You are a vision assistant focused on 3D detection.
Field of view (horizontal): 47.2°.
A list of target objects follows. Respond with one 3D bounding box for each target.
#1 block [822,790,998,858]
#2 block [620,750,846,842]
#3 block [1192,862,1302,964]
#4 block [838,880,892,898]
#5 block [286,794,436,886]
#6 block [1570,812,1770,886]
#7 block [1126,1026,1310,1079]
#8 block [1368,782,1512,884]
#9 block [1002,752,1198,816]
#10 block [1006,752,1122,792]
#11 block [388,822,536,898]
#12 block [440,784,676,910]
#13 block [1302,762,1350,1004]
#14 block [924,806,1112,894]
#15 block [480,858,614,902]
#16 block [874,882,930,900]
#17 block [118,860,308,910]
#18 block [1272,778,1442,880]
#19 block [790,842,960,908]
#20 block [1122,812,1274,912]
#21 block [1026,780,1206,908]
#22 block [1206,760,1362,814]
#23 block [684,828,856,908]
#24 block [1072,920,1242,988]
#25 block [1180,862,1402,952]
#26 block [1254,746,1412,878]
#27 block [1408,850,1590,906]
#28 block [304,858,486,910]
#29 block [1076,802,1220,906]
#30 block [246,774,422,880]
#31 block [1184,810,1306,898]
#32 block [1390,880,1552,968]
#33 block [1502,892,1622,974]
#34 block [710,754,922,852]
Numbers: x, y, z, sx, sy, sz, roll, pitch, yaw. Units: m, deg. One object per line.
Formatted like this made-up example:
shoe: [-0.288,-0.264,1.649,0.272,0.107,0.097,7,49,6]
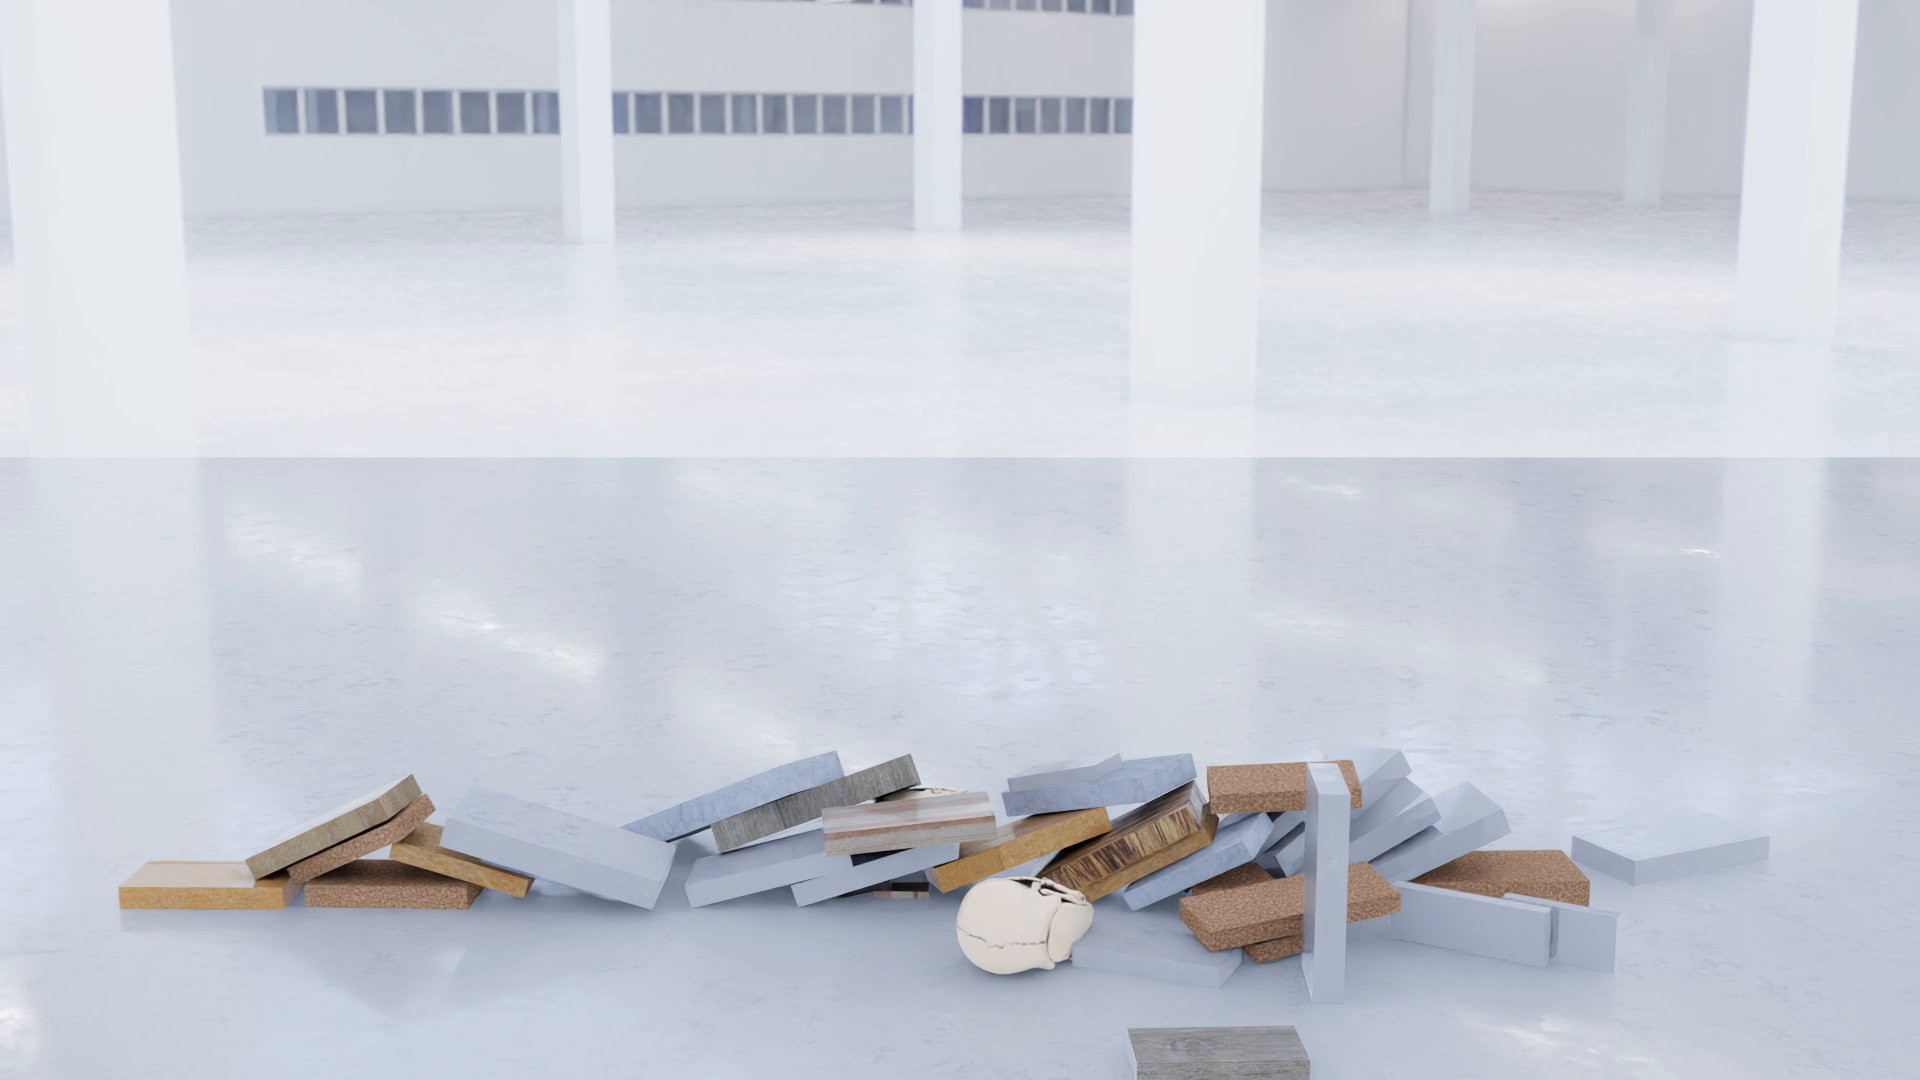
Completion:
block: [-0.085,0.464,3.599,0.276,0.039,0.138,-6,10,-4]
block: [-0.394,0.454,3.807,0.358,0.051,0.179,-23,-7,27]
block: [0.468,0.586,3.473,0.117,0.033,0.233,-13,21,-16]
block: [-0.159,0.575,3.663,0.091,0.013,0.045,-12,10,1]
block: [-0.993,0.496,3.648,0.230,0.033,0.115,-24,9,20]
block: [1.239,0.537,3.837,0.308,0.044,0.154,-5,12,-26]
block: [0.349,0.700,2.986,0.232,0.033,0.116,0,11,-2]
block: [0.736,0.508,3.652,0.318,0.045,0.159,-24,13,-3]
block: [0.234,0.415,3.727,0.301,0.043,0.151,-12,3,41]
block: [0.178,0.395,3.730,0.176,0.025,0.088,-13,3,32]
block: [-0.821,0.529,3.663,0.230,0.033,0.115,17,11,-2]
block: [-0.660,0.506,3.636,0.358,0.051,0.179,17,11,-2]
block: [0.540,0.506,3.253,0.045,0.318,0.159,1,11,3]
block: [0.092,0.509,3.688,0.302,0.043,0.151,-19,3,-10]
block: [-0.674,0.537,3.678,0.230,0.033,0.115,17,11,-2]
block: [-0.097,0.584,3.664,0.091,0.013,0.045,0,11,1]
block: [-1.239,0.573,3.656,0.268,0.038,0.134,0,11,1]
block: [0.631,0.499,3.650,0.308,0.044,0.154,-30,13,-3]
block: [-0.138,0.530,3.656,0.276,0.039,0.138,-18,10,5]
block: [0.387,0.521,3.572,0.241,0.034,0.121,-30,4,31]
block: [0.260,0.501,3.636,0.301,0.043,0.151,-28,4,14]
block: [0.529,0.404,3.600,0.241,0.034,0.121,-3,16,4]
block: [-0.310,0.537,3.653,0.276,0.039,0.138,-14,10,4]
block: [0.301,0.632,3.355,0.232,0.033,0.116,5,11,23]
block: [0.512,0.567,3.408,0.320,0.033,0.117,-9,19,-16]
block: [0.599,0.453,3.698,0.308,0.044,0.154,-35,14,-25]
block: [0.870,0.566,3.674,0.318,0.045,0.159,0,11,-2]
block: [-0.935,0.572,3.661,0.268,0.038,0.134,1,11,3]
block: [0.310,0.518,3.637,0.241,0.034,0.121,-29,4,16]
block: [-1.039,0.476,3.652,0.268,0.038,0.134,-25,6,14]
block: [0.459,0.498,3.643,0.233,0.033,0.117,-40,18,3]
block: [0.788,0.594,3.405,0.245,0.088,0.025,6,12,30]
block: [0.919,0.601,3.368,0.176,0.088,0.025,6,12,31]
block: [-0.244,0.456,3.800,0.358,0.051,0.179,-19,-8,-3]
